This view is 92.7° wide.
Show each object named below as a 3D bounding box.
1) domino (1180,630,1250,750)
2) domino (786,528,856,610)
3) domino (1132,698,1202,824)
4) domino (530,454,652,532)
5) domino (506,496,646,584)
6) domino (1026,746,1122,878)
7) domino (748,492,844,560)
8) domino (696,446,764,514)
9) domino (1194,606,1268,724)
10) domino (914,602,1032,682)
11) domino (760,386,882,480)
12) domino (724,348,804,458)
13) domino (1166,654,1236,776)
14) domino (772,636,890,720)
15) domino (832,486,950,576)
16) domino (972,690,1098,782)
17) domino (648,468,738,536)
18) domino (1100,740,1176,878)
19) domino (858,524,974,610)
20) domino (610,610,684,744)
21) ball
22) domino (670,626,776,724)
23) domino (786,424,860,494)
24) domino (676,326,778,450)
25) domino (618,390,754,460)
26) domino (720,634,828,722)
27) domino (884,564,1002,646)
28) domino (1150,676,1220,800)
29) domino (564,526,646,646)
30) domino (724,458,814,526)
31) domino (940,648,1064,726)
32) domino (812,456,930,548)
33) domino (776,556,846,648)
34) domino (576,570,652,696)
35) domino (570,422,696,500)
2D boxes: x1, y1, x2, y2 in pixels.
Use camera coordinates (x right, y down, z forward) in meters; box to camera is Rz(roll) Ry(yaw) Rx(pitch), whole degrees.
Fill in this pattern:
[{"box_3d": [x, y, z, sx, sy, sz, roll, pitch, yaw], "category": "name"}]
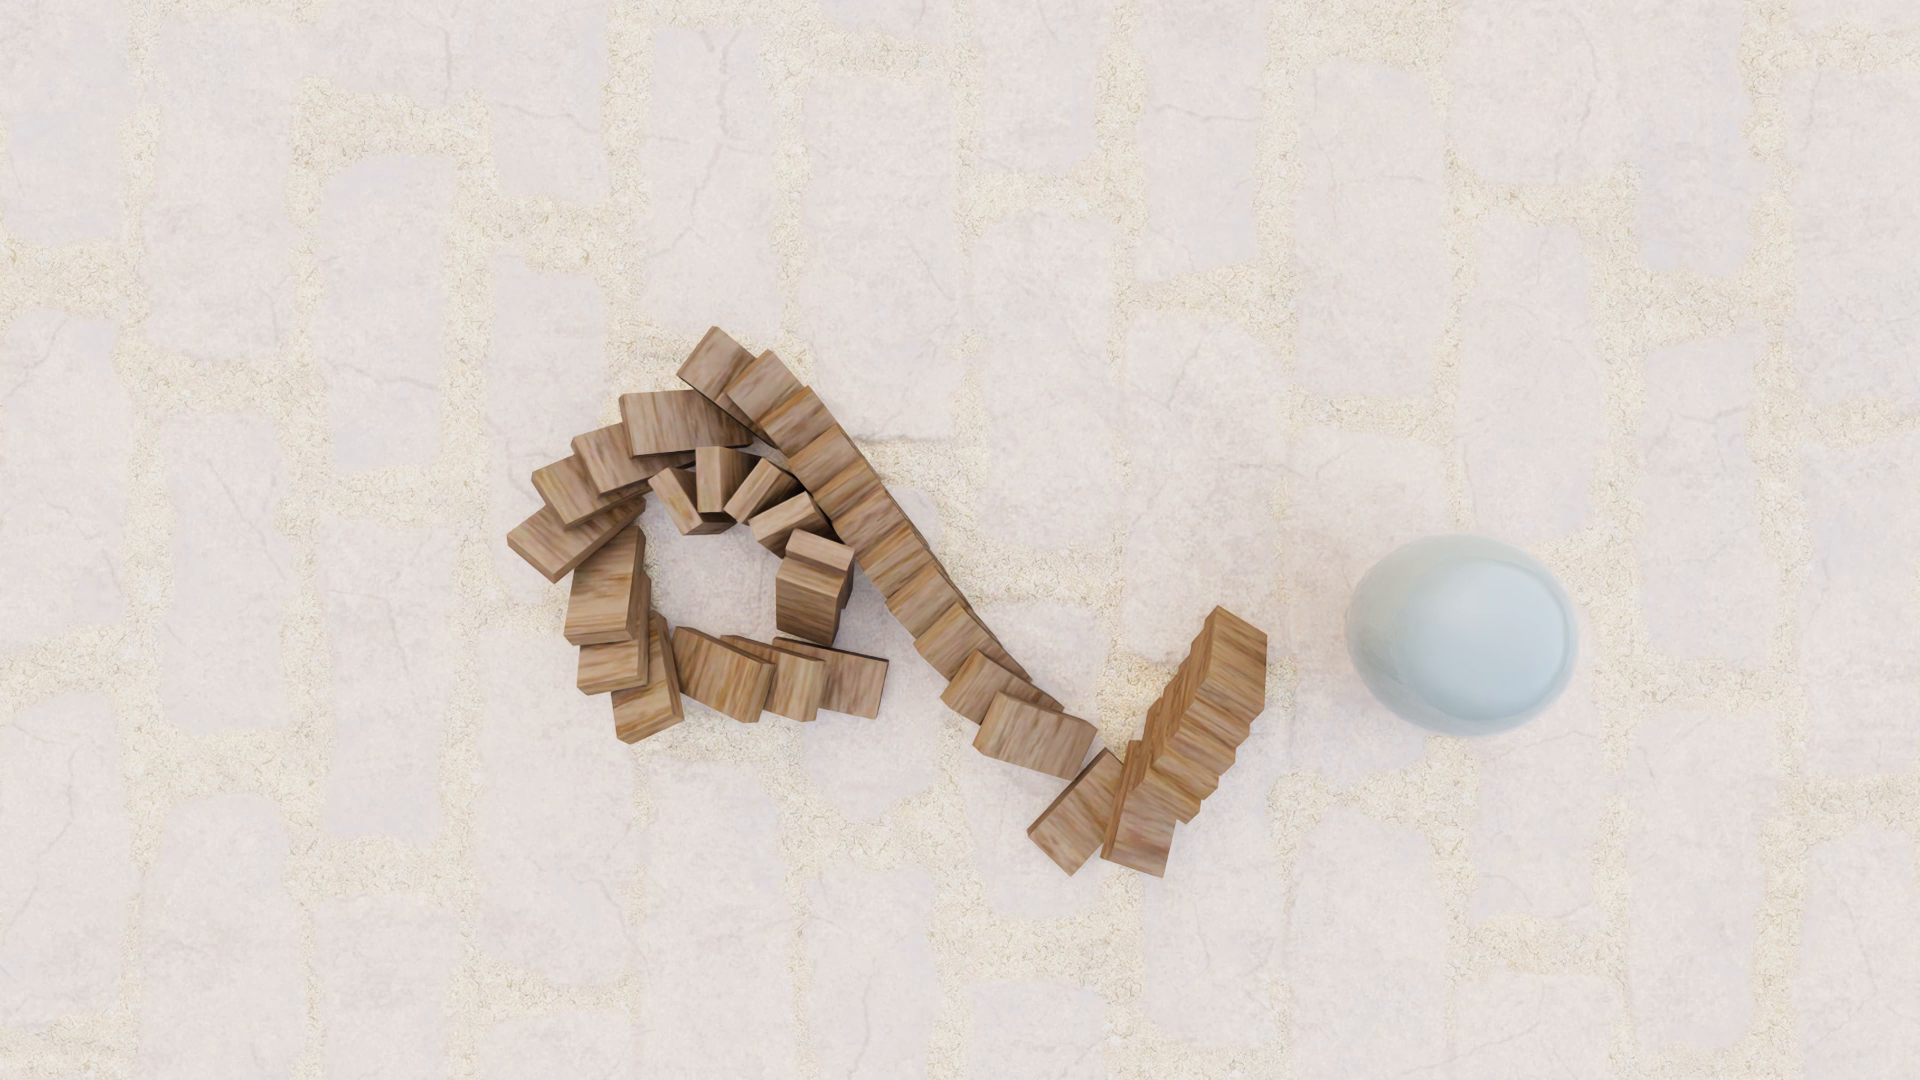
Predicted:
[{"box_3d": [0.106, 0.060, 0.377, 0.025, 0.050, 0.009, 31, 125, 0], "category": "domino"}, {"box_3d": [-0.057, 0.013, 0.375, 0.025, 0.050, 0.009, 20, 67, 0], "category": "domino"}, {"box_3d": [0.087, 0.090, 0.377, 0.025, 0.050, 0.010, 31, 125, 0], "category": "domino"}, {"box_3d": [-0.148, -0.026, 0.382, 0.050, 0.010, 0.025, -32, 88, -34], "category": "domino"}, {"box_3d": [-0.159, -0.007, 0.381, 0.025, 0.010, 0.050, 39, 54, 3], "category": "domino"}, {"box_3d": [0.055, 0.117, 0.395, 0.025, 0.009, 0.050, 43, 90, 0], "category": "domino"}, {"box_3d": [-0.065, -0.003, 0.375, 0.025, 0.050, 0.010, -27, 74, 0], "category": "domino"}, {"box_3d": [-0.093, -0.023, 0.375, 0.009, 0.050, 0.025, -2, 90, 8], "category": "domino"}, {"box_3d": [0.112, 0.050, 0.377, 0.025, 0.050, 0.010, 31, 125, 0], "category": "domino"}, {"box_3d": [0.006, 0.051, 0.383, 0.025, 0.010, 0.050, -43, 122, 0], "category": "domino"}, {"box_3d": [-0.057, -0.037, 0.382, 0.025, 0.009, 0.050, -38, 122, -3], "category": "domino"}, {"box_3d": [-0.071, -0.052, 0.382, 0.025, 0.009, 0.050, -44, 122, -5], "category": "domino"}, {"box_3d": [0.101, 0.070, 0.377, 0.025, 0.050, 0.009, 31, 125, 0], "category": "domino"}, {"box_3d": [-0.058, 0.059, 0.395, 0.050, 0.010, 0.025, 12, 90, 0], "category": "domino"}, {"box_3d": [-0.028, 0.004, 0.380, 0.025, 0.010, 0.050, -37, 125, 0], "category": "domino"}, {"box_3d": [0.032, 0.082, 0.383, 0.050, 0.009, 0.025, 24, 93, -31], "category": "domino"}, {"box_3d": [-0.108, -0.015, 0.375, 0.009, 0.050, 0.025, -32, 90, 2], "category": "domino"}, {"box_3d": [0.078, 0.112, 0.383, 0.025, 0.009, 0.050, 22, 73, -12], "category": "domino"}, {"box_3d": [-0.018, 0.019, 0.382, 0.025, 0.010, 0.050, -37, 125, 0], "category": "domino"}, {"box_3d": [-0.132, 0.057, 0.382, 0.025, 0.009, 0.050, -24, 58, 3], "category": "domino"}, {"box_3d": [0.195, 0.037, 0.360, 0.080, 0.080, 0.080, 0, 90, 0], "category": "ball"}, {"box_3d": [-0.102, 0.056, 0.384, 0.050, 0.009, 0.025, 17, 90, 29], "category": "domino"}, {"box_3d": [-0.046, -0.021, 0.382, 0.025, 0.009, 0.050, -37, 125, 0], "category": "domino"}, {"box_3d": [-0.089, -0.063, 0.382, 0.050, 0.010, 0.025, 39, 83, -32], "category": "domino"}, {"box_3d": [-0.114, -0.049, 0.383, 0.050, 0.010, 0.025, -10, 90, -32], "category": "domino"}, {"box_3d": [-0.081, 0.057, 0.384, 0.050, 0.010, 0.025, 11, 89, 28], "category": "domino"}, {"box_3d": [-0.006, 0.035, 0.382, 0.025, 0.009, 0.050, -40, 123, 0], "category": "domino"}, {"box_3d": [0.094, 0.080, 0.377, 0.025, 0.050, 0.009, 31, 125, 0], "category": "domino"}, {"box_3d": [-0.148, 0.018, 0.382, 0.025, 0.010, 0.050, -6, 57, 0], "category": "domino"}, {"box_3d": [-0.076, -0.016, 0.375, 0.009, 0.050, 0.025, 38, 90, 10], "category": "domino"}, {"box_3d": [0.018, 0.068, 0.383, 0.050, 0.009, 0.025, 36, 90, -31], "category": "domino"}, {"box_3d": [-0.036, -0.008, 0.382, 0.025, 0.010, 0.050, -37, 125, 0], "category": "domino"}, {"box_3d": [-0.062, 0.026, 0.376, 0.025, 0.050, 0.009, 19, 59, 0], "category": "domino"}, {"box_3d": [-0.144, 0.038, 0.382, 0.025, 0.009, 0.050, -11, 57, 2], "category": "domino"}, {"box_3d": [-0.132, -0.038, 0.382, 0.050, 0.009, 0.025, -26, 89, -33], "category": "domino"}]
